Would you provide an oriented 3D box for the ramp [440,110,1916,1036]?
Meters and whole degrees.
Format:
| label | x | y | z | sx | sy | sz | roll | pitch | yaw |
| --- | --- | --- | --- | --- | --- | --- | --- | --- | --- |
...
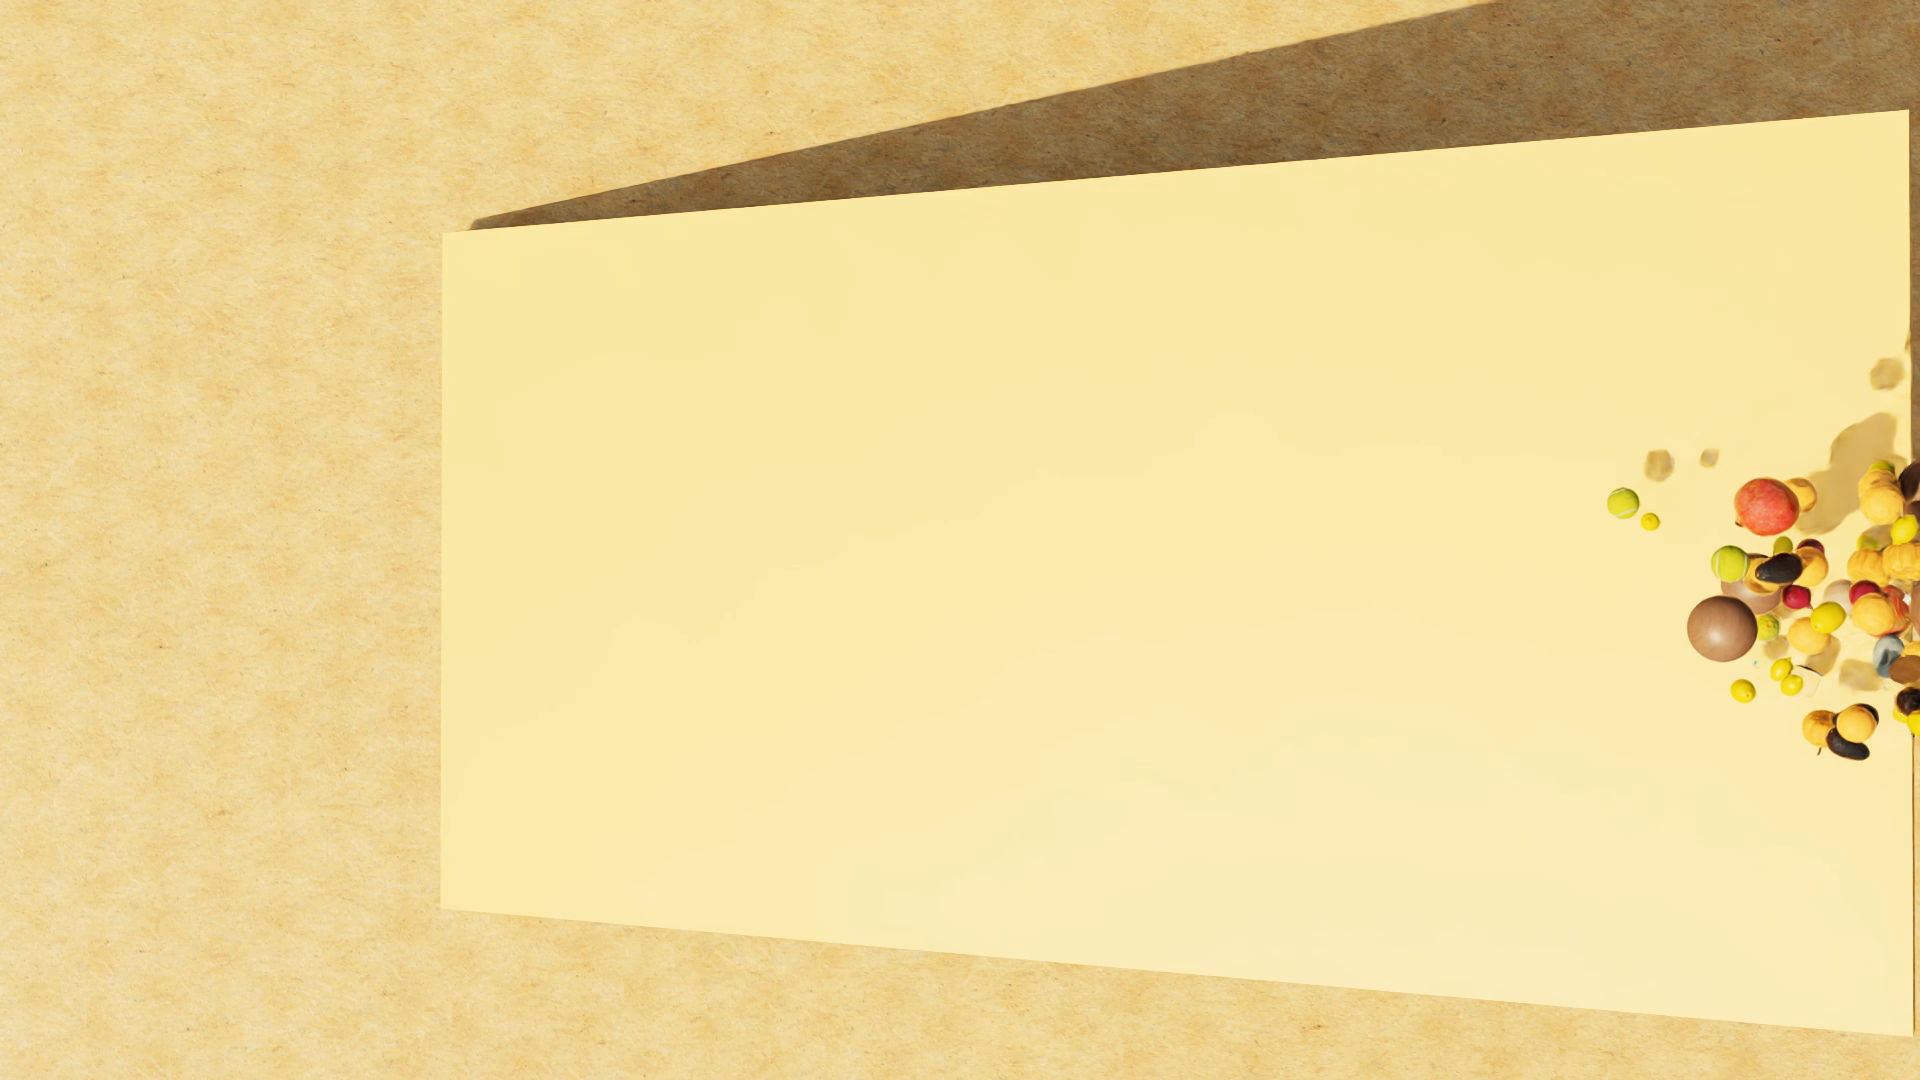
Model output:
| label | x | y | z | sx | sy | sz | roll | pitch | yaw |
| --- | --- | --- | --- | --- | --- | --- | --- | --- | --- |
| ramp | 0.280 | 0.080 | 5.674 | 4.000 | 0.100 | 2.000 | 0 | 89 | 26 |

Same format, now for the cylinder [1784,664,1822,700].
| label | x | y | z | sx | sy | sz | roll | pitch | yaw |
| --- | --- | --- | --- | --- | --- | --- | --- | --- | --- |
| cylinder | 1.815 | 0.306 | 4.732 | 0.059 | 0.059 | 0.059 | 24 | 89 | 0 |

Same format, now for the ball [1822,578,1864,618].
| label | x | y | z | sx | sy | sz | roll | pitch | yaw |
| --- | --- | --- | --- | --- | --- | --- | --- | --- | --- |
| ball | 1.839 | 0.121 | 4.579 | 0.081 | 0.081 | 0.081 | 0 | 89 | 0 |

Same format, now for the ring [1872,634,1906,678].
| label | x | y | z | sx | sy | sz | roll | pitch | yaw |
| --- | --- | --- | --- | --- | --- | --- | --- | --- | --- |
| ring | 1.919 | 0.241 | 4.541 | 0.031 | 0.092 | 0.092 | 5 | 89 | -10 |

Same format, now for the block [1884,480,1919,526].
| label | x | y | z | sx | sy | sz | roll | pitch | yaw |
| --- | --- | --- | --- | --- | --- | --- | --- | --- | --- |
| block | 1.894 | -0.071 | 4.388 | 0.064 | 0.064 | 0.064 | 27 | 96 | 36 |
